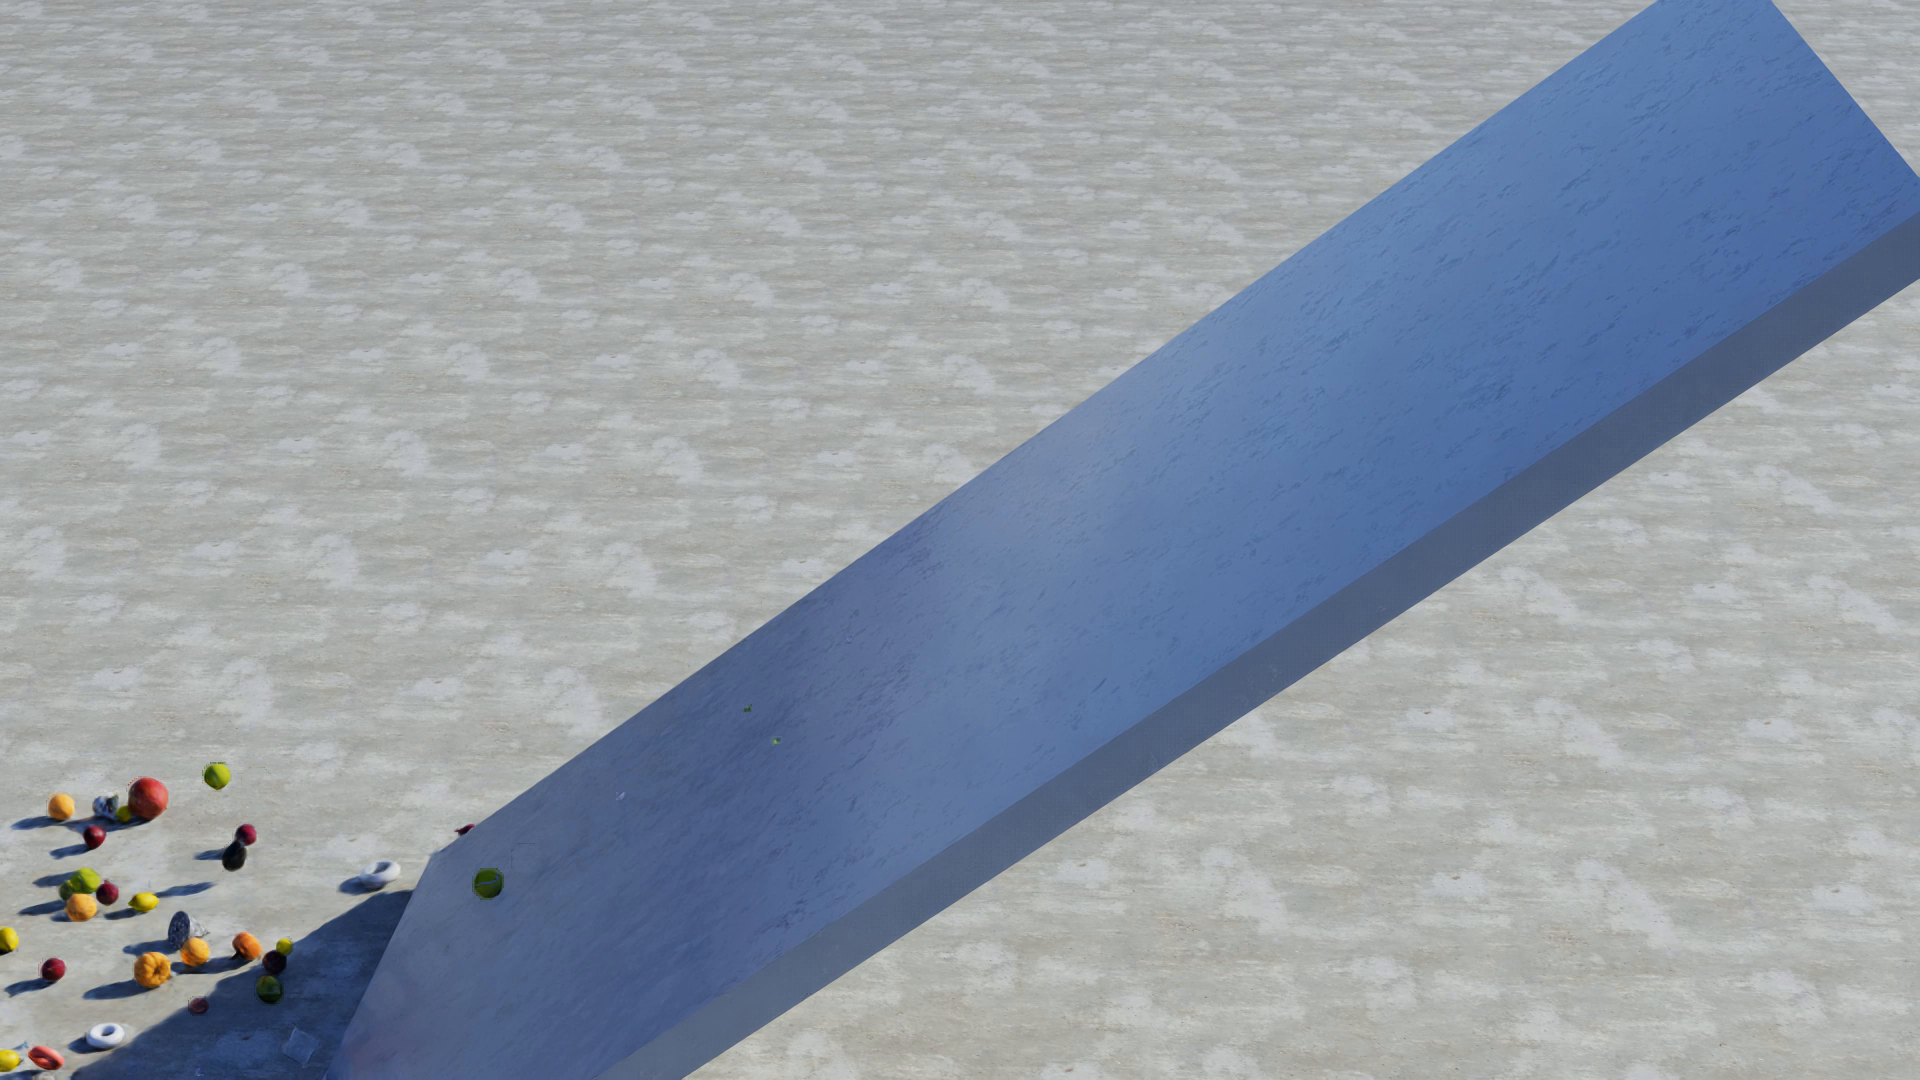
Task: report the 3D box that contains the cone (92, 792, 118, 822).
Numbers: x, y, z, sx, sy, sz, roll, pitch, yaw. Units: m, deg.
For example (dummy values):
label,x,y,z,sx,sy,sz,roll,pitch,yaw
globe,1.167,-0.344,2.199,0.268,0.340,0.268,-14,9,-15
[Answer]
label,x,y,z,sx,sy,sz,roll,pitch,yaw
cone,-2.358,0.756,8.162,0.077,0.077,0.077,-15,46,-32

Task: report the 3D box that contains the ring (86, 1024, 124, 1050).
label,x,y,z,sx,sy,sz,roll,pitch,yaw
ring,-2.073,1.202,7.130,0.089,0.030,0.089,0,24,0

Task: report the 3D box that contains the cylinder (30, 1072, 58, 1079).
label,x,y,z,sx,sy,sz,roll,pitch,yaw
cylinder,-2.146,1.285,6.851,0.074,0.074,0.074,3,7,8

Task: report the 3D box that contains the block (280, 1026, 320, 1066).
label,x,y,z,sx,sy,sz,roll,pitch,yaw
block,-1.571,1.207,7.005,0.067,0.067,0.067,33,-14,-10

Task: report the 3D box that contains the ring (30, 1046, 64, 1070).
label,x,y,z,sx,sy,sz,roll,pitch,yaw
ring,-2.171,1.231,6.989,0.083,0.083,0.028,5,51,12

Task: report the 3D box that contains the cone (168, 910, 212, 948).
label,x,y,z,sx,sy,sz,roll,pitch,yaw
cone,-1.969,1.008,7.573,0.097,0.097,0.097,15,6,-46

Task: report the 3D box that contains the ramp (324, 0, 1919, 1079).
label,x,y,z,sx,sy,sz,roll,pitch,yaw
ramp,0.127,0.181,6.327,4.000,0.100,2.000,-35,16,17

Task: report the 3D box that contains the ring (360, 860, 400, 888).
label,x,y,z,sx,sy,sz,roll,pitch,yaw
ring,-1.548,0.890,7.845,0.109,0.036,0.109,-9,23,4
